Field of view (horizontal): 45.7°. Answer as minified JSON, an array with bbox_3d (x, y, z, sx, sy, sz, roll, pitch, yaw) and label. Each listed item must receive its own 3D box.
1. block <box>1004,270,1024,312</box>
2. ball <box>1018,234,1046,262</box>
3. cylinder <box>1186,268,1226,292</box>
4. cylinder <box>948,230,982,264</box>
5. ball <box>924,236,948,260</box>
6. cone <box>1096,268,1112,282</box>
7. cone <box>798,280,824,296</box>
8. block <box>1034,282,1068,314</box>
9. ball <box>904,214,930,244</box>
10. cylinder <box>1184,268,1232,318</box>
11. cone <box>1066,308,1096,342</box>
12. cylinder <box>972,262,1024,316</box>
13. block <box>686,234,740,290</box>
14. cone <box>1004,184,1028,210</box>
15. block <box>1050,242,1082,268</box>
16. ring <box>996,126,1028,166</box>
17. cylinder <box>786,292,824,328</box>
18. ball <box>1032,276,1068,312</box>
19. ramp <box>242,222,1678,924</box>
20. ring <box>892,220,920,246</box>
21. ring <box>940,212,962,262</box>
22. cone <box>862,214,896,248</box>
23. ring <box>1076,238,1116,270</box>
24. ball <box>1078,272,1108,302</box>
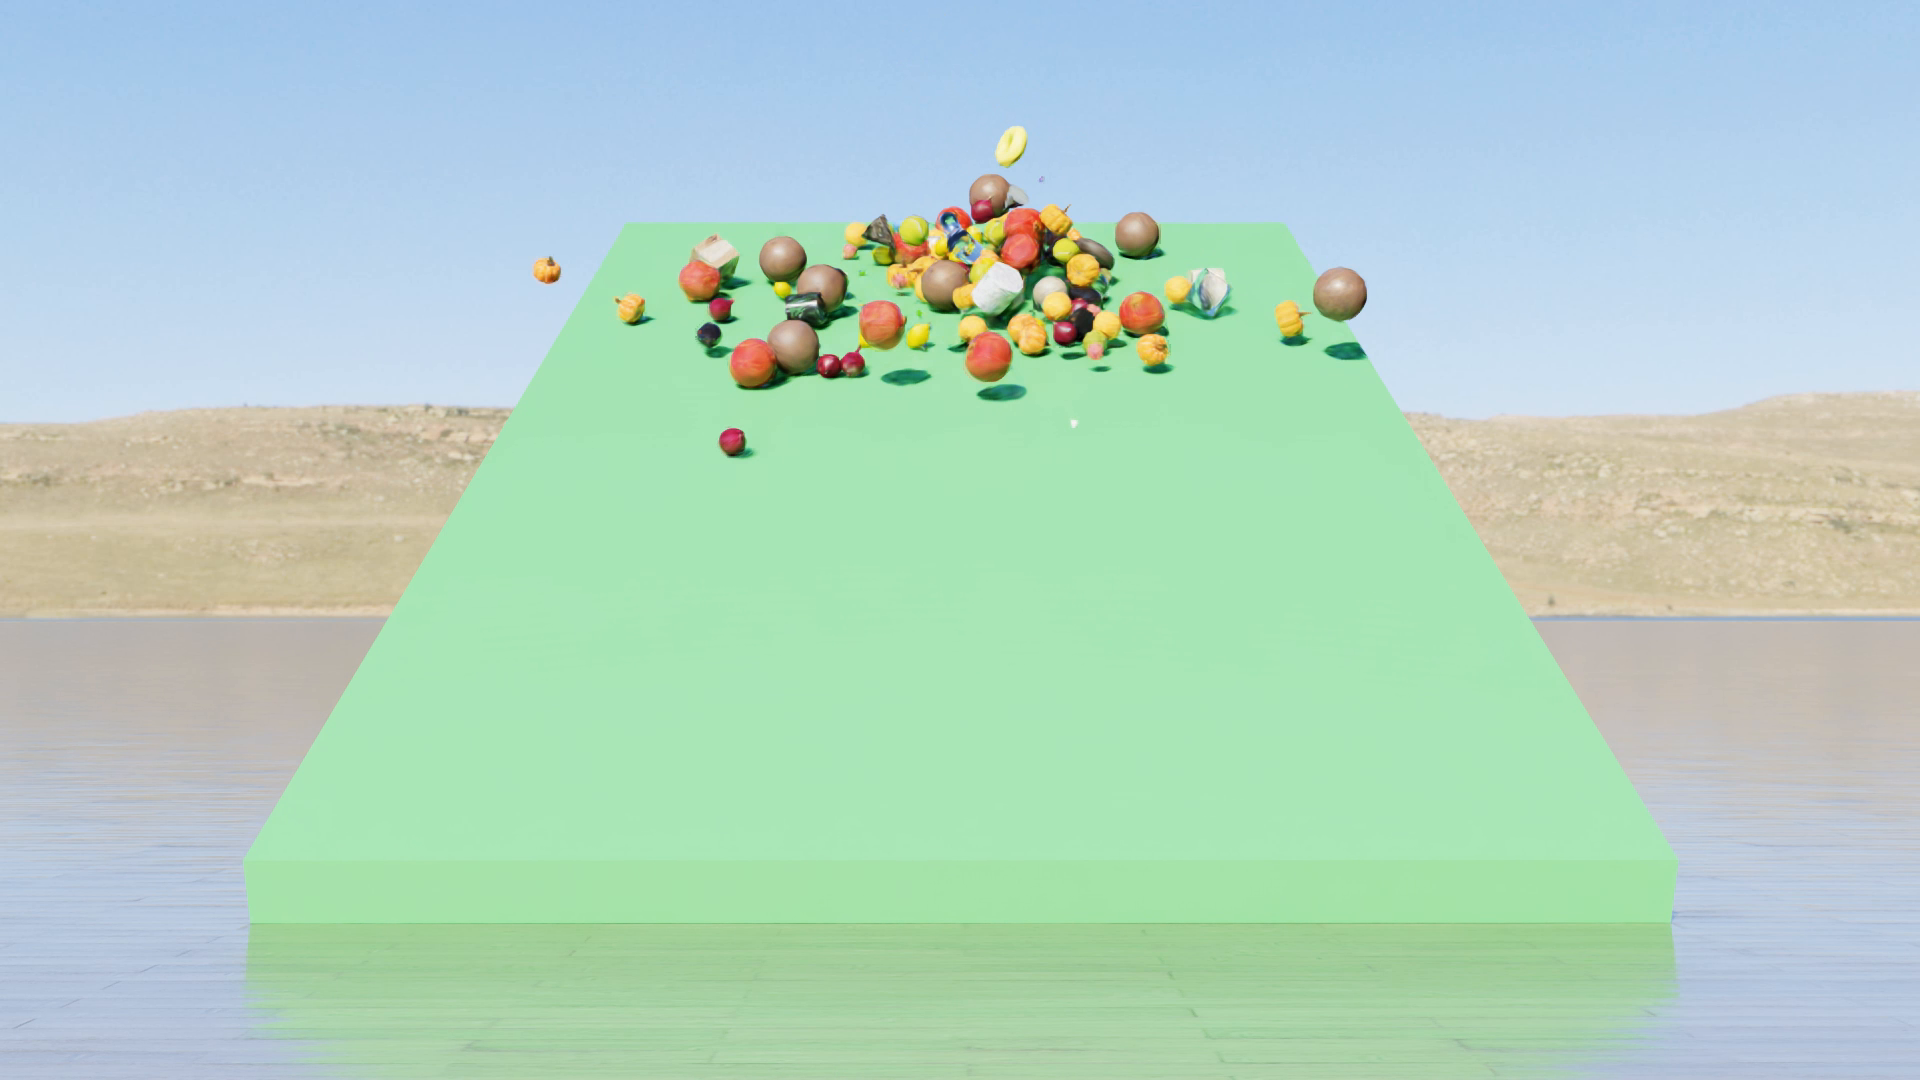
[{"bbox_3d":[0.109,-0.648,5.927,0.084,0.084,0.084,-1,24,23],"label":"block"},{"bbox_3d":[0.204,-0.826,6.438,0.078,0.078,0.078,0,-2,0],"label":"ball"},{"bbox_3d":[0.649,-0.673,6.019,0.086,0.086,0.086,-2,-2,-8],"label":"cylinder"},{"bbox_3d":[0.012,-0.777,6.029,0.068,0.068,0.068,-1,-18,31],"label":"cylinder"},{"bbox_3d":[-0.070,-0.829,6.446,0.067,0.067,0.067,0,-2,0],"label":"ball"},{"bbox_3d":[0.378,-0.723,6.183,0.052,0.052,0.052,1,29,-18],"label":"cone"},{"bbox_3d":[-0.403,-0.645,6.020,0.069,0.069,0.069,1,-16,-19],"label":"cone"},{"bbox_3d":[0.237,-0.637,5.947,0.069,0.069,0.069,10,23,25],"label":"block"},{"bbox_3d":[-0.132,-0.901,6.619,0.088,0.088,0.088,0,-2,0],"label":"ball"},{"bbox_3d":[0.640,-0.638,5.870,0.092,0.092,0.092,33,7,-4],"label":"cylinder"},{"bbox_3d":[0.287,-0.538,5.697,0.083,0.083,0.083,1,5,-22],"label":"cone"},{"bbox_3d":[0.094,-0.631,5.720,0.094,0.094,0.094,1,-35,-38],"label":"cylinder"},{"bbox_3d":[-0.664,-0.750,6.133,0.091,0.091,0.091,-39,-16,-37],"label":"block"},{"bbox_3d":[0.138,-0.909,6.130,0.067,0.067,0.067,2,-32,-44],"label":"cone"},{"bbox_3d":[0.296,-0.795,6.363,0.054,0.054,0.054,-6,17,40],"label":"block"},{"bbox_3d":[0.149,-1.139,6.590,0.042,0.127,0.127,22,-13,-28],"label":"ring"},{"bbox_3d":[-0.393,-0.582,5.760,0.083,0.083,0.083,-6,-3,7],"label":"cylinder"},{"bbox_3d":[0.230,-0.626,5.785,0.090,0.090,0.090,0,-2,0],"label":"ball"},{"bbox_3d":[-0.005,-0.212,5.060,2.000,0.100,4.000,0,21,0],"label":"ramp"},{"bbox_3d":[-0.153,-0.882,6.543,0.097,0.032,0.097,38,-15,12],"label":"ring"},{"bbox_3d":[-0.013,-0.845,6.341,0.049,0.147,0.147,-25,-2,0],"label":"ring"},{"bbox_3d":[-0.209,-0.838,6.307,0.091,0.091,0.091,-45,-4,-4],"label":"cone"},{"bbox_3d":[0.368,-0.776,6.188,0.124,0.041,0.124,35,-7,5],"label":"ring"},{"bbox_3d":[0.353,-0.669,6.016,0.081,0.081,0.081,0,-2,0],"label":"ball"}]
